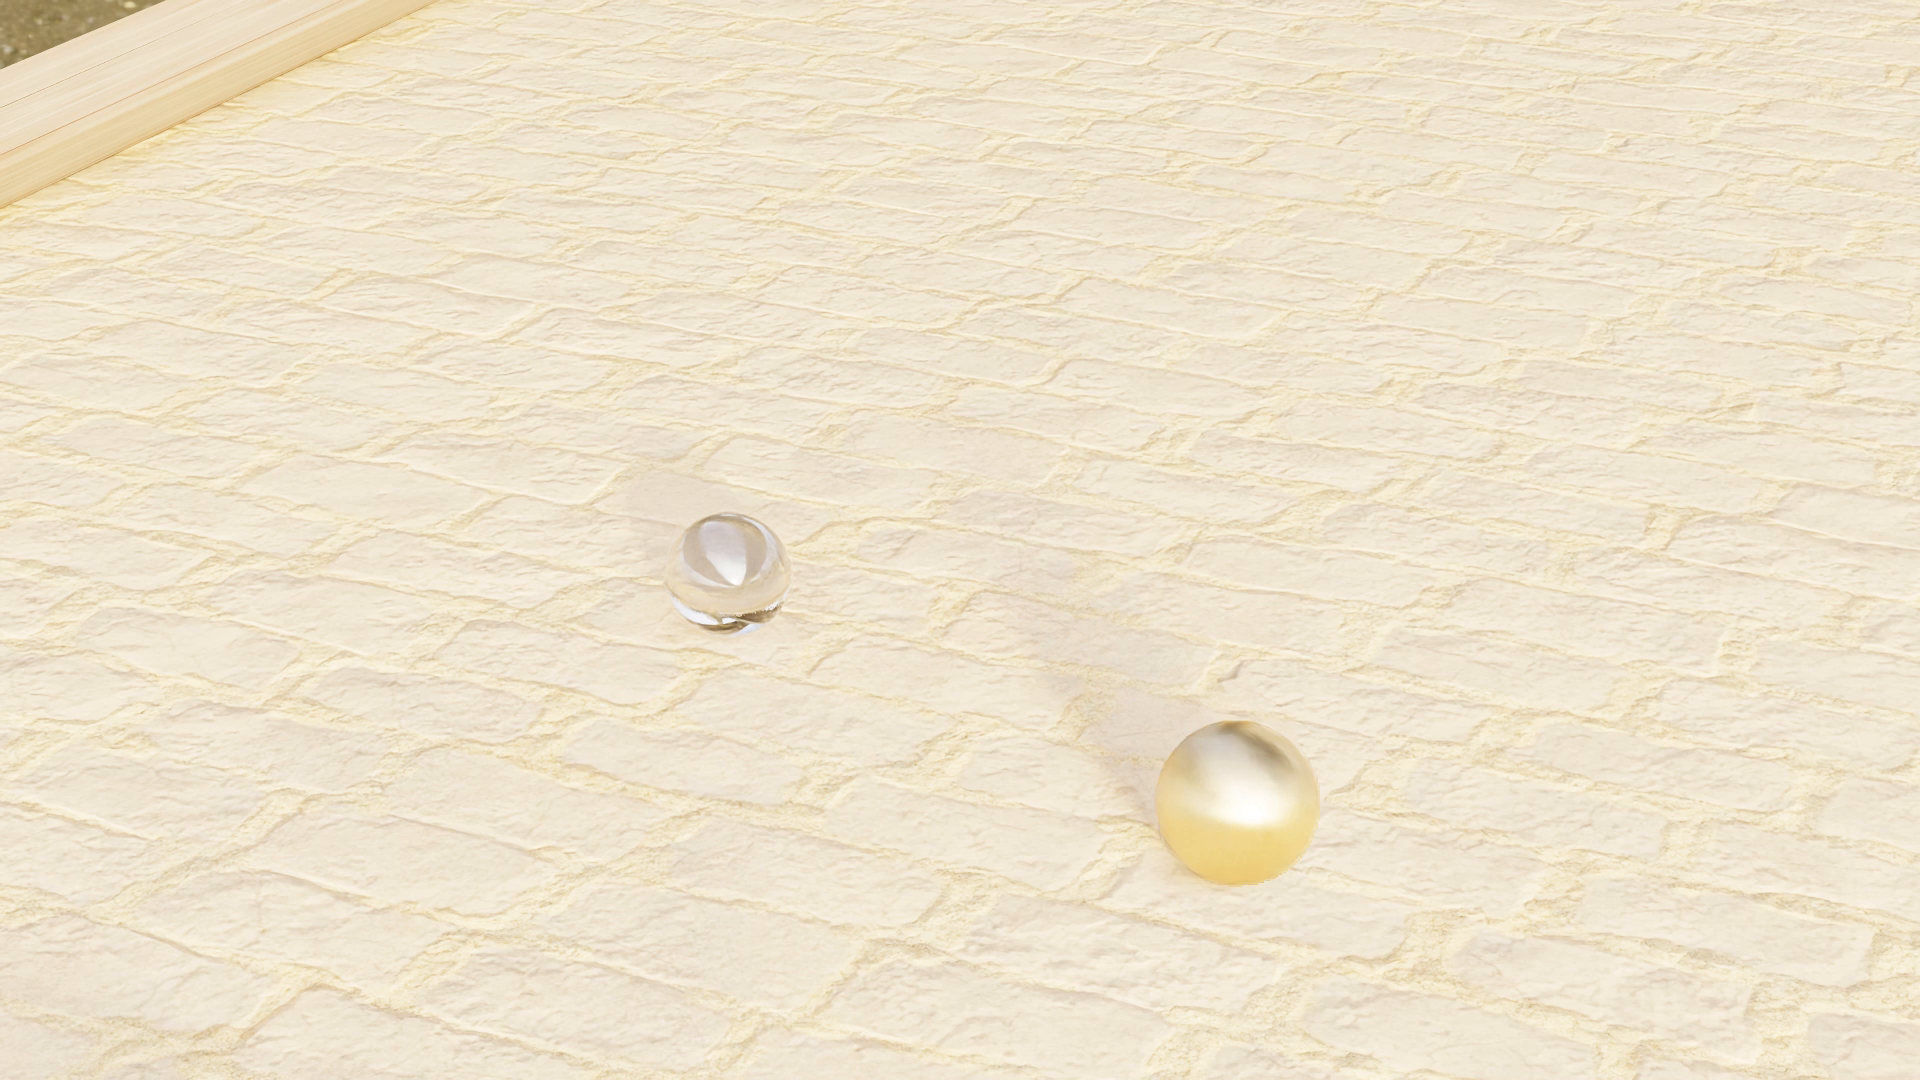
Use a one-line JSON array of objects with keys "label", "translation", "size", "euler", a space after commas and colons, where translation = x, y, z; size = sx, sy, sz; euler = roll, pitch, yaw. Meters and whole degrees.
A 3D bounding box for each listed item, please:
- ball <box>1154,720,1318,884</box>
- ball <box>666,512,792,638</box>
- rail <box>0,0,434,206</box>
[{"label": "ball", "translation": [0.139, 0.132, 1.482], "size": [0.082, 0.082, 0.082], "euler": [0, 27, 0]}, {"label": "ball", "translation": [-0.135, 0.020, 1.712], "size": [0.073, 0.073, 0.073], "euler": [0, 27, 0]}, {"label": "rail", "translation": [-0.508, -0.555, 2.810], "size": [0.045, 0.107, 3.536], "euler": [11, 29, 21]}]
